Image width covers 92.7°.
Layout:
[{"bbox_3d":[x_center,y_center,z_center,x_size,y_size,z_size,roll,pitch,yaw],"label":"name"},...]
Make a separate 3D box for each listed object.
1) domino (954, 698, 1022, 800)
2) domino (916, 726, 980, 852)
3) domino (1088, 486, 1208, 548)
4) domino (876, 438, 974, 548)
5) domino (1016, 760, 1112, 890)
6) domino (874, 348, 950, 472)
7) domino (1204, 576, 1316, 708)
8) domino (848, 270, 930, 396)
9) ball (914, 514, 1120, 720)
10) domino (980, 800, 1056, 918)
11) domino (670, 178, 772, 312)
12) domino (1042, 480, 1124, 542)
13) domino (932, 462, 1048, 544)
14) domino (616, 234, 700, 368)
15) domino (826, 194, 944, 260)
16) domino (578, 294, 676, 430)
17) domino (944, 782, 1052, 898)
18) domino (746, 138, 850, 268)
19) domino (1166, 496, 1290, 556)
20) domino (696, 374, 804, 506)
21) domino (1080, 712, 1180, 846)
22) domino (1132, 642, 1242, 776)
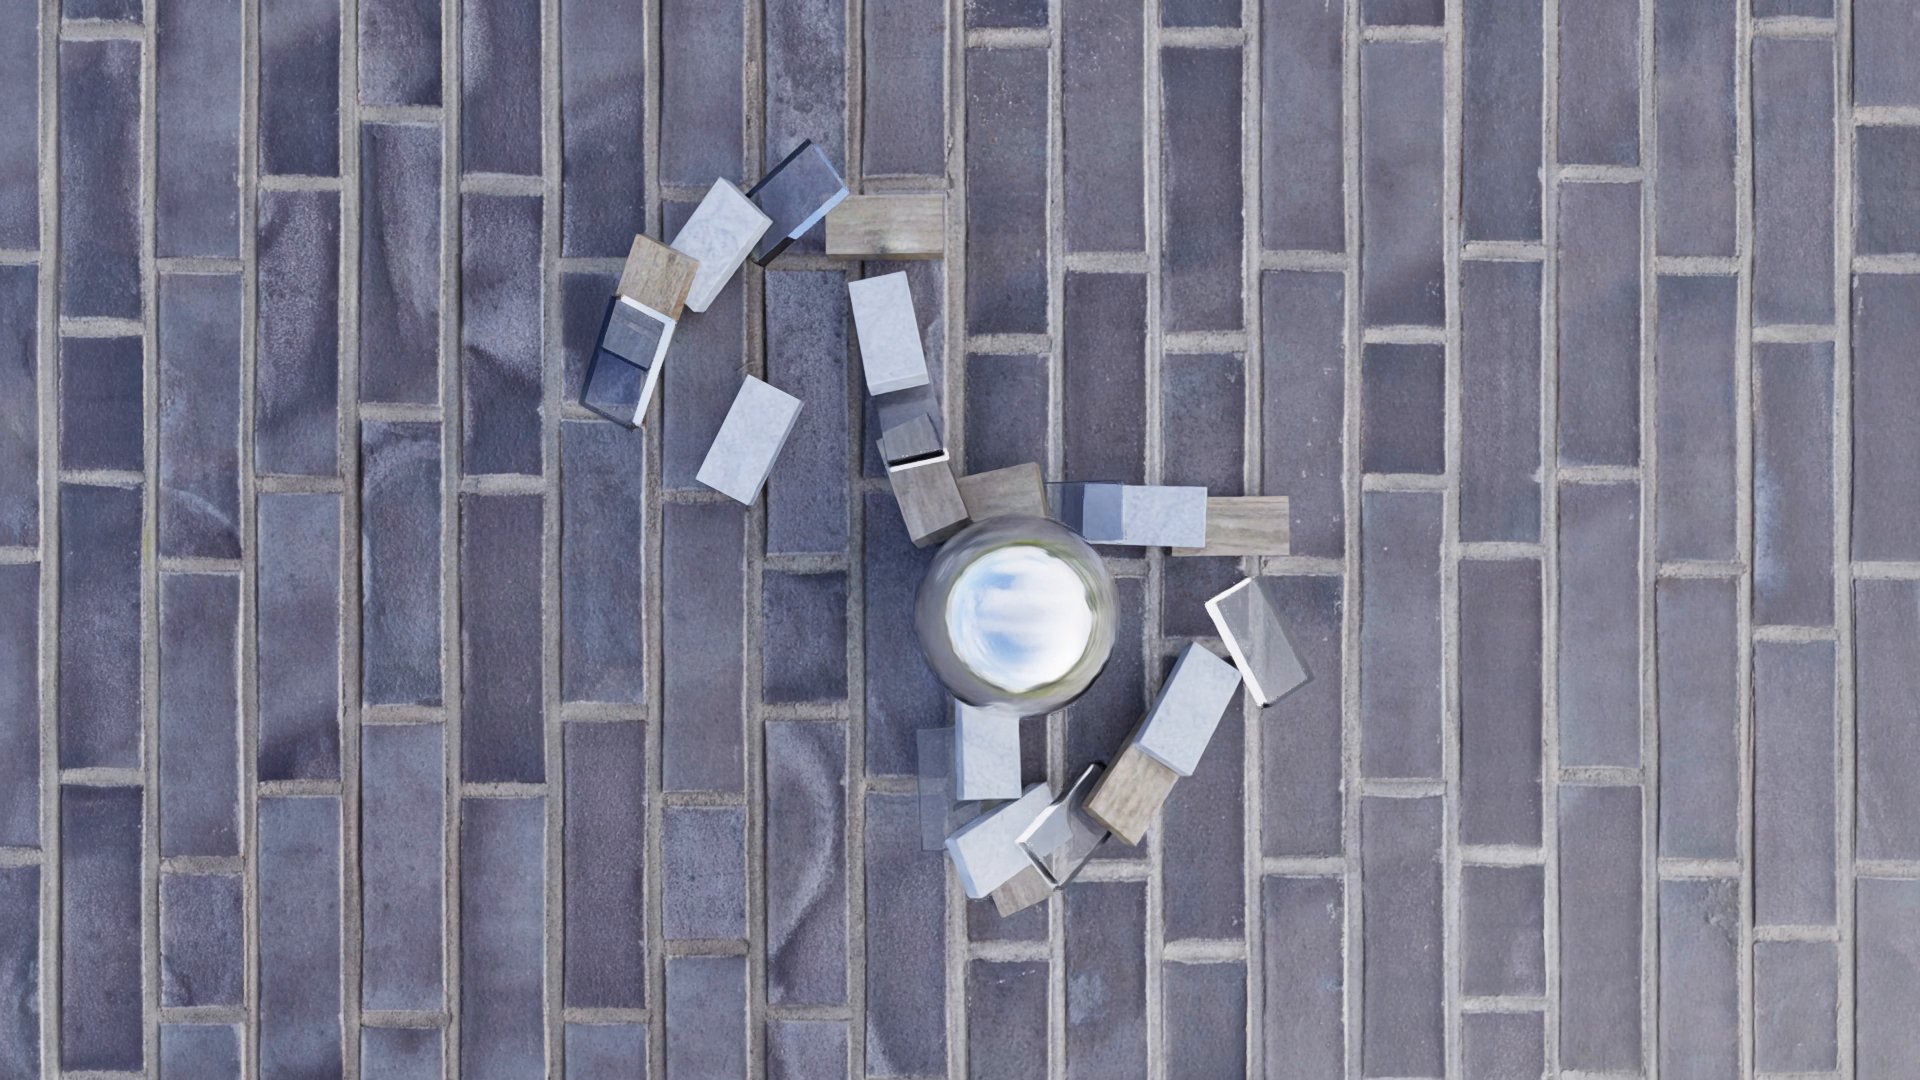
[{"bbox_3d":[0.011,0.083,0.384,0.025,0.010,0.050,5,72,-19],"label":"domino"},{"bbox_3d":[-0.005,0.105,0.388,0.025,0.009,0.050,-5,76,5],"label":"domino"},{"bbox_3d":[0.078,-0.010,0.389,0.050,0.009,0.025,2,90,16],"label":"domino"},{"bbox_3d":[-0.015,-0.024,0.385,0.025,0.009,0.050,-24,66,6],"label":"domino"},{"bbox_3d":[0.049,0.119,0.383,0.050,0.009,0.025,-38,90,-30],"label":"domino"},{"bbox_3d":[-0.022,-0.055,0.386,0.025,0.009,0.050,-12,66,0],"label":"domino"},{"bbox_3d":[0.128,0.043,0.392,0.025,0.009,0.050,-28,90,-15],"label":"domino"},{"bbox_3d":[-0.030,-0.088,0.388,0.025,0.010,0.050,-12,72,0],"label":"domino"},{"bbox_3d":[0.022,0.030,0.360,0.080,0.080,0.080,0,90,0],"label":"ball"},{"bbox_3d":[0.019,0.133,0.395,0.025,0.010,0.050,-24,90,0],"label":"domino"},{"bbox_3d":[-0.105,-0.124,0.388,0.025,0.010,0.050,44,107,0],"label":"domino"},{"bbox_3d":[0.044,-0.012,0.389,0.050,0.009,0.025,-1,89,16],"label":"domino"},{"bbox_3d":[0.010,-0.015,0.388,0.050,0.009,0.025,-11,86,15],"label":"domino"},{"bbox_3d":[-0.132,-0.100,0.388,0.025,0.009,0.050,27,107,0],"label":"domino"},{"bbox_3d":[-0.032,-0.135,0.395,0.050,0.010,0.025,-1,90,0],"label":"domino"},{"bbox_3d":[-0.141,-0.075,0.387,0.025,0.009,0.050,27,111,0],"label":"domino"},{"bbox_3d":[0.020,0.123,0.379,0.050,0.009,0.025,-22,89,-35],"label":"domino"},{"bbox_3d":[-0.074,-0.142,0.389,0.050,0.010,0.025,-35,90,15],"label":"domino"},{"bbox_3d":[0.115,-0.006,0.395,0.050,0.010,0.025,-1,90,0],"label":"domino"},{"bbox_3d":[-0.090,-0.043,0.395,0.025,0.010,0.050,27,90,0],"label":"domino"},{"bbox_3d":[0.076,0.100,0.386,0.025,0.009,0.050,40,68,0],"label":"domino"},{"bbox_3d":[0.097,0.071,0.388,0.025,0.009,0.050,33,72,0],"label":"domino"}]
